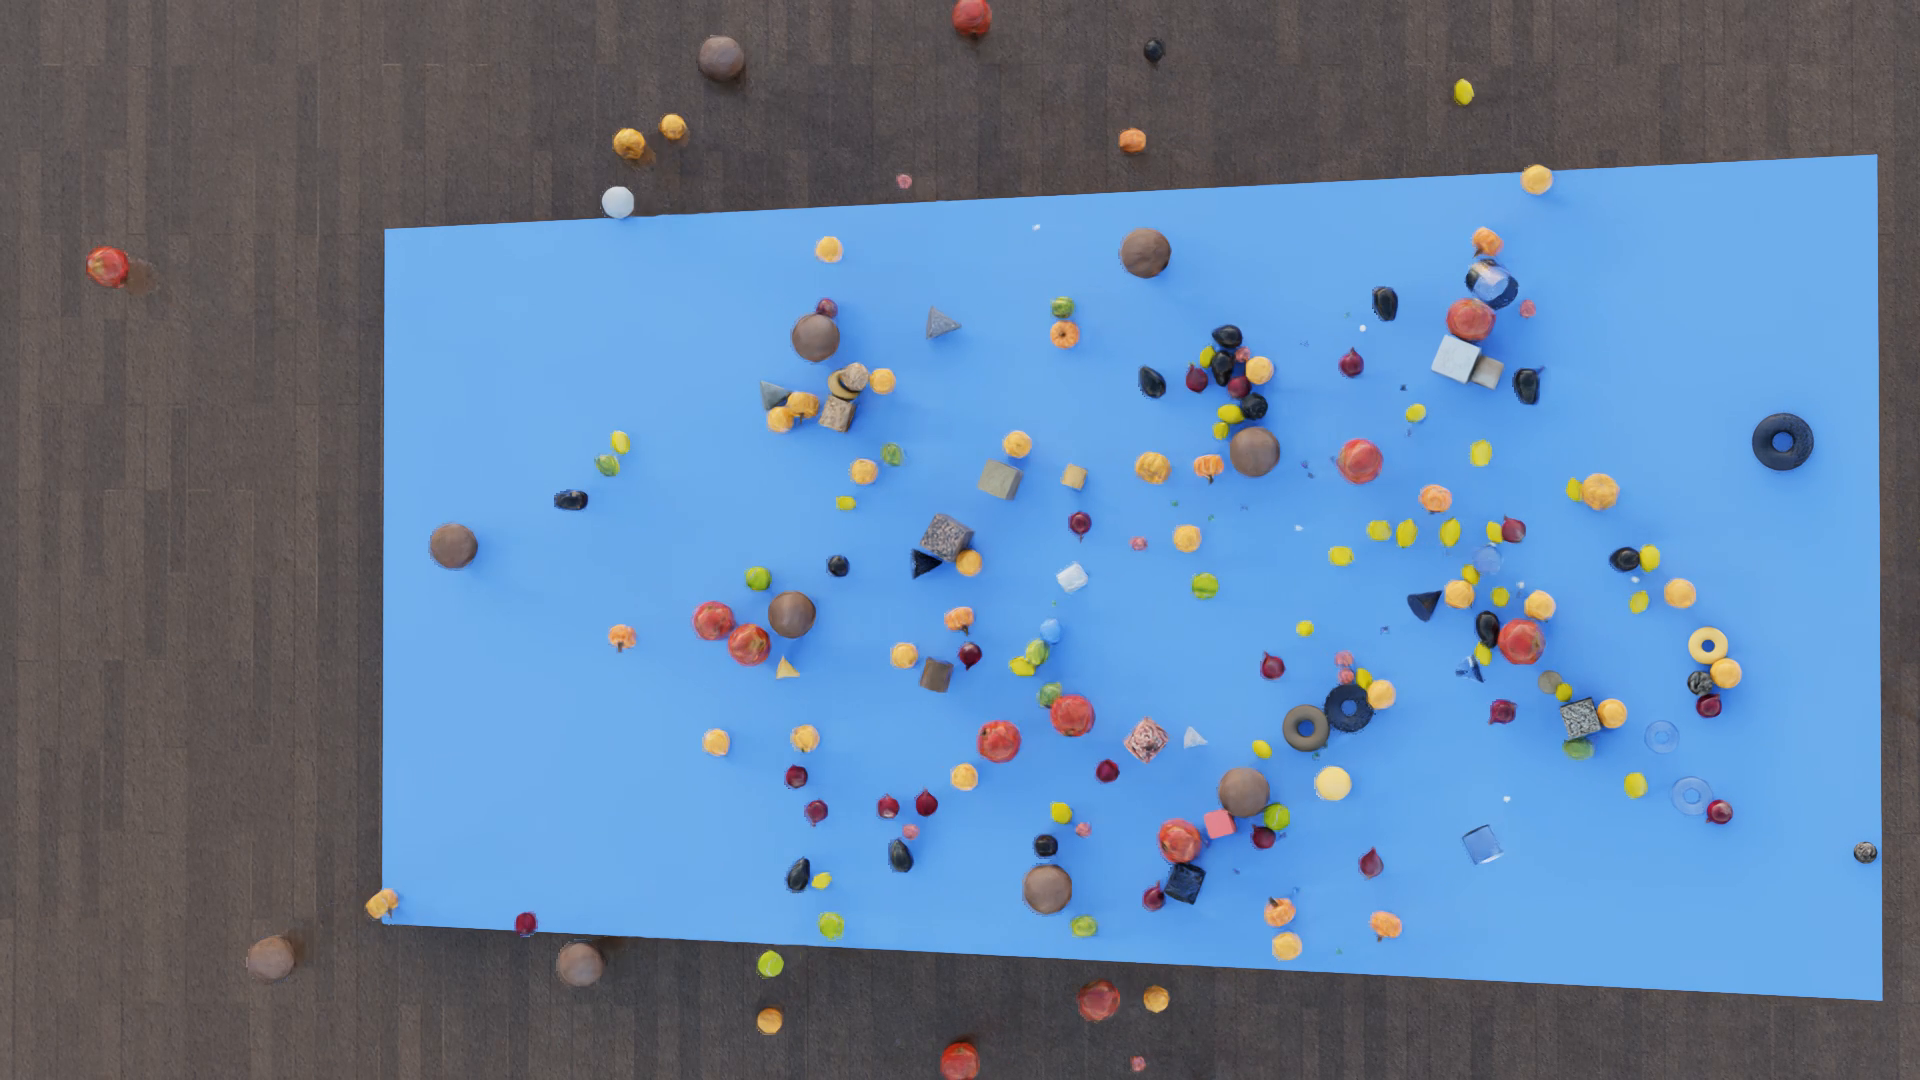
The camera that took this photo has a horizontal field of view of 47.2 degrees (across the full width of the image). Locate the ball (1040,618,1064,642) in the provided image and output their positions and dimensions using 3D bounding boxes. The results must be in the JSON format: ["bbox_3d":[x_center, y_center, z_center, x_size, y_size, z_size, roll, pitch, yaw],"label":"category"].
[{"bbox_3d":[0.240,0.236,5.736,0.065,0.065,0.065,0,89,0],"label":"ball"}]

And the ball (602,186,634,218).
[{"bbox_3d":[-0.948,-0.937,6.103,0.090,0.090,0.090,0,89,0],"label":"ball"}]

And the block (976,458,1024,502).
[{"bbox_3d":[0.107,-0.158,5.771,0.084,0.084,0.084,24,96,16],"label":"block"}]

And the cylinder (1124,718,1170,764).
[{"bbox_3d":[0.480,0.516,5.650,0.085,0.085,0.085,41,100,1],"label":"cylinder"}]

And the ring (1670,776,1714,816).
[{"bbox_3d":[1.763,0.617,5.296,0.098,0.033,0.098,1,93,19],"label":"ring"}]

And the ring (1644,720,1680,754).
[{"bbox_3d":[1.698,0.477,5.320,0.083,0.028,0.083,0,90,17],"label":"ring"}]

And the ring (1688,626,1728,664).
[{"bbox_3d":[1.800,0.255,5.291,0.092,0.031,0.092,0,88,16],"label":"ring"}]

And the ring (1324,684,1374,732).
[{"bbox_3d":[0.977,0.422,5.527,0.123,0.041,0.123,0,88,17],"label":"ring"}]

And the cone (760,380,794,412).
[{"bbox_3d":[-0.492,-0.395,5.976,0.087,0.087,0.087,-8,89,-10],"label":"cone"}]

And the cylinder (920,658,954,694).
[{"bbox_3d":[-0.061,0.358,5.817,0.076,0.076,0.076,16,94,0],"label":"cylinder"}]

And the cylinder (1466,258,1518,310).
[{"bbox_3d":[1.306,-0.629,5.399,0.093,0.093,0.093,-33,45,0],"label":"cylinder"}]

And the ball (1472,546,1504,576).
[{"bbox_3d":[1.300,0.050,5.419,0.075,0.075,0.075,0,89,0],"label":"ball"}]

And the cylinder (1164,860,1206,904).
[{"bbox_3d":[0.575,0.874,5.618,0.083,0.083,0.083,20,95,0],"label":"cylinder"}]

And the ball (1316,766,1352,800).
[{"bbox_3d":[0.937,0.610,5.512,0.087,0.087,0.087,0,89,0],"label":"ball"}]

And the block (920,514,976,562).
[{"bbox_3d":[-0.033,-0.005,5.805,0.094,0.094,0.094,31,98,15],"label":"block"}]

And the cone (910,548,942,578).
[{"bbox_3d":[-0.084,0.061,5.849,0.083,0.083,0.083,-2,89,-10],"label":"cone"}]

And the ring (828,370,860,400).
[{"bbox_3d":[-0.311,-0.416,5.900,0.094,0.031,0.094,17,54,-26],"label":"ring"}]

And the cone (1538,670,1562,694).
[{"bbox_3d":[1.443,0.350,5.380,0.060,0.060,0.060,0,89,17],"label":"cone"}]

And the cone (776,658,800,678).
[{"bbox_3d":[-0.460,0.357,5.961,0.063,0.063,0.063,22,89,-11],"label":"cone"}]

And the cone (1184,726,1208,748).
[{"bbox_3d":[0.611,0.514,5.642,0.057,0.057,0.057,17,89,-11],"label":"cone"}]

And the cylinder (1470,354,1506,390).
[{"bbox_3d":[1.302,-0.414,5.429,0.068,0.068,0.068,23,96,0],"label":"cylinder"}]

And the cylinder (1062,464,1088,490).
[{"bbox_3d":[0.299,-0.165,5.728,0.055,0.055,0.055,20,95,0],"label":"cylinder"}]

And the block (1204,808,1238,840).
[{"bbox_3d":[0.663,0.721,5.605,0.062,0.062,0.062,-18,84,16],"label":"block"}]

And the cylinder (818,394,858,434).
[{"bbox_3d":[-0.328,-0.338,5.903,0.082,0.082,0.082,22,95,0],"label":"cylinder"}]

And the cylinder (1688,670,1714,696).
[{"bbox_3d":[1.778,0.344,5.282,0.057,0.057,0.057,0,89,17],"label":"cylinder"}]

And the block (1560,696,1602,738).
[{"bbox_3d":[1.510,0.433,5.350,0.079,0.079,0.079,-19,84,15],"label":"block"}]

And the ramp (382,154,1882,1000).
[{"bbox_3d":[0.271,0.095,5.815,4.000,0.100,2.000,0,89,17],"label":"ramp"}]

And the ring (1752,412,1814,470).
[{"bbox_3d":[1.962,-0.234,5.243,0.139,0.046,0.139,0,89,18],"label":"ring"}]

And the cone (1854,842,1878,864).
[{"bbox_3d":[2.133,0.739,5.174,0.053,0.053,0.053,0,89,17],"label":"cone"}]

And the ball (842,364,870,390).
[{"bbox_3d":[-0.278,-0.434,5.864,0.074,0.074,0.074,0,89,0],"label":"ball"}]

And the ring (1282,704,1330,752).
[{"bbox_3d":[0.875,0.476,5.558,0.121,0.040,0.121,0,90,16],"label":"ring"}]

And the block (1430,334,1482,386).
[{"bbox_3d":[1.228,-0.444,5.439,0.092,0.092,0.092,24,96,15],"label":"block"}]

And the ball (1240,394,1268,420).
[{"bbox_3d":[0.748,-0.340,5.592,0.068,0.068,0.068,0,89,0],"label":"ball"}]
